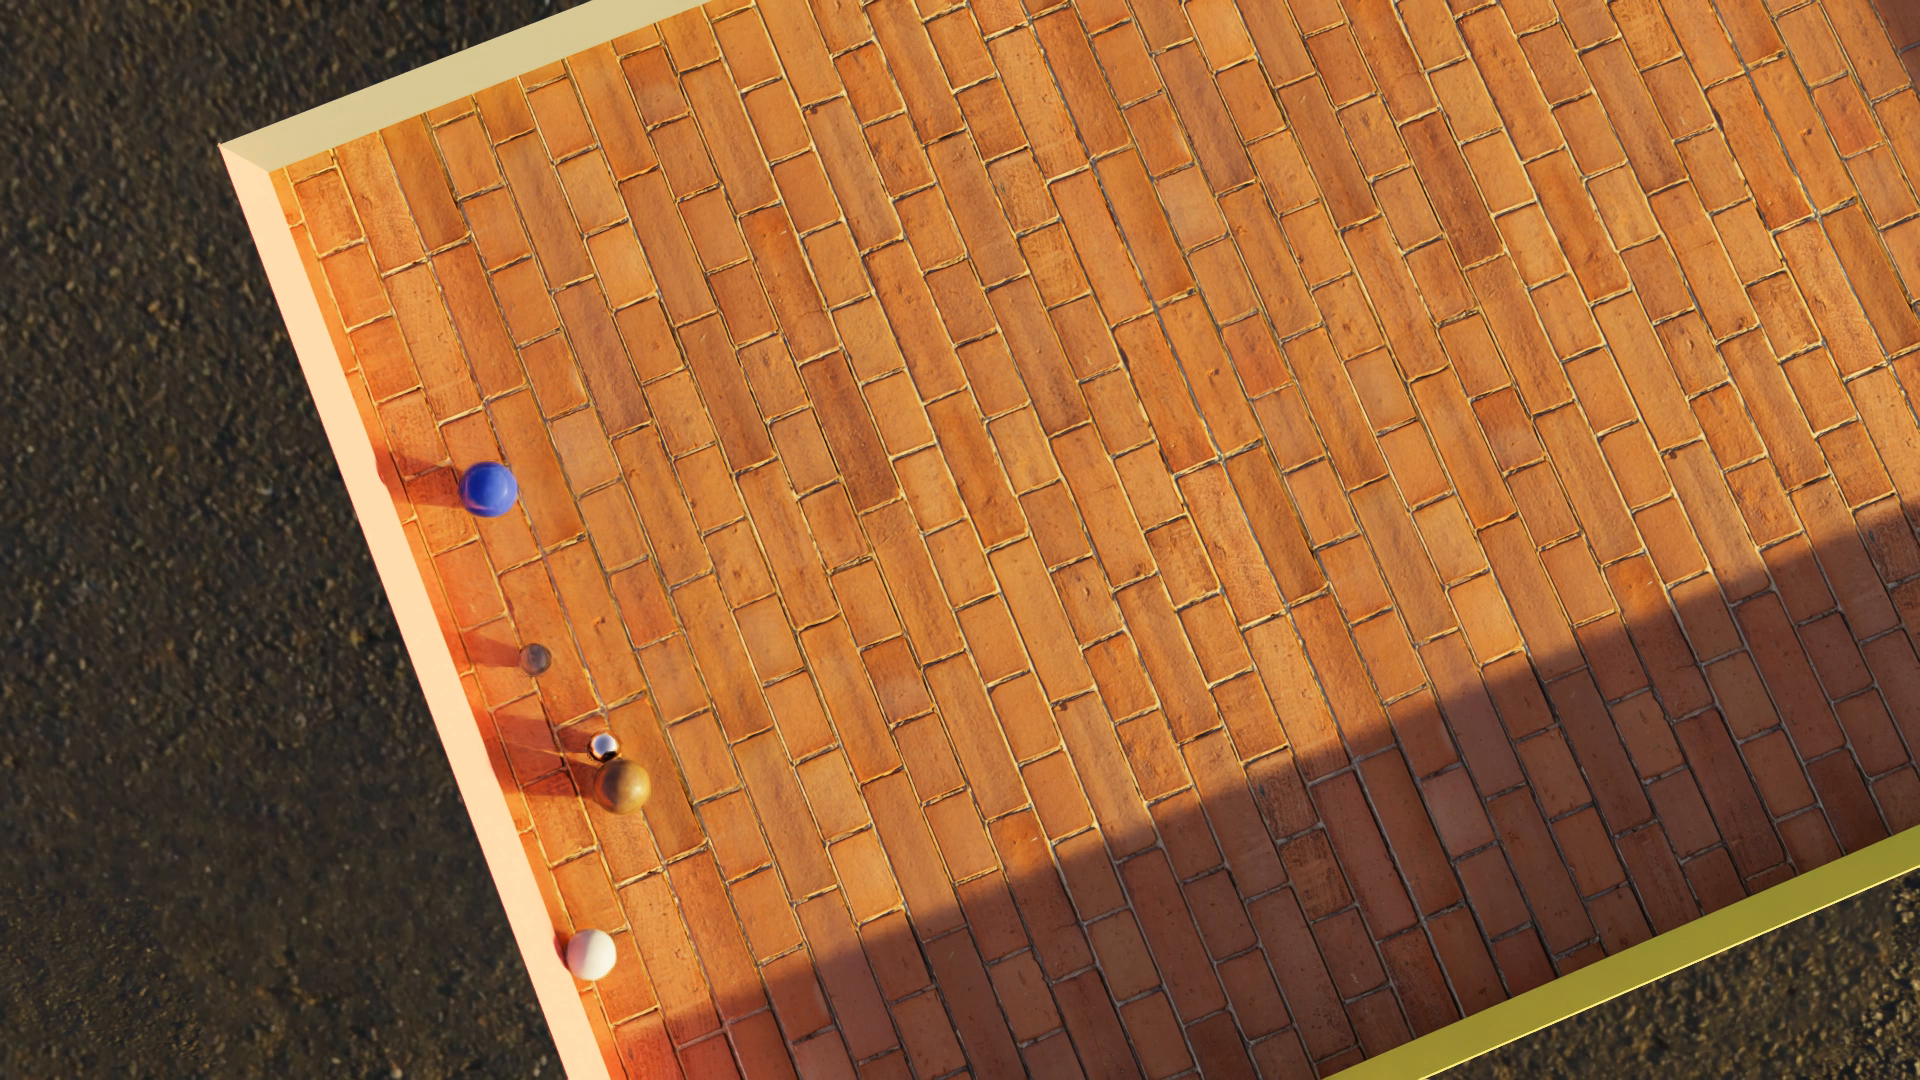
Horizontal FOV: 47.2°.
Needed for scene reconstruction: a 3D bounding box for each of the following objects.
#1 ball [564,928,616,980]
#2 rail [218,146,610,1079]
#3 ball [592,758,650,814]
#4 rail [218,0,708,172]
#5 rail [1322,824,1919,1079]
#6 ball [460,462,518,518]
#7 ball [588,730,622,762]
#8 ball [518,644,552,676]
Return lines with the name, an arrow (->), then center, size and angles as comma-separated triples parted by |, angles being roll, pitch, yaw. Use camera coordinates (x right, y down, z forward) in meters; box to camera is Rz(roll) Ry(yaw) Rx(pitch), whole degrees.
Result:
ball -> -0.534, 0.599, 3.178 | 0.074, 0.074, 0.074 | 0, 81, 0
rail -> -0.722, 0.290, 3.206 | 0.045, 0.110, 1.930 | -22, 82, -3
ball -> -0.494, 0.359, 3.210 | 0.083, 0.083, 0.083 | 0, 81, 0
rail -> 0.385, -1.166, 3.432 | 3.216, 0.110, 0.045 | -22, 82, -3
rail -> 1.102, 0.554, 3.165 | 3.216, 0.110, 0.045 | -22, 82, -3
ball -> -0.701, -0.075, 3.276 | 0.085, 0.085, 0.085 | 0, 81, 0
ball -> -0.522, 0.303, 3.236 | 0.049, 0.049, 0.049 | 0, 81, 0
ball -> -0.629, 0.177, 3.256 | 0.049, 0.049, 0.049 | 0, 81, 0
